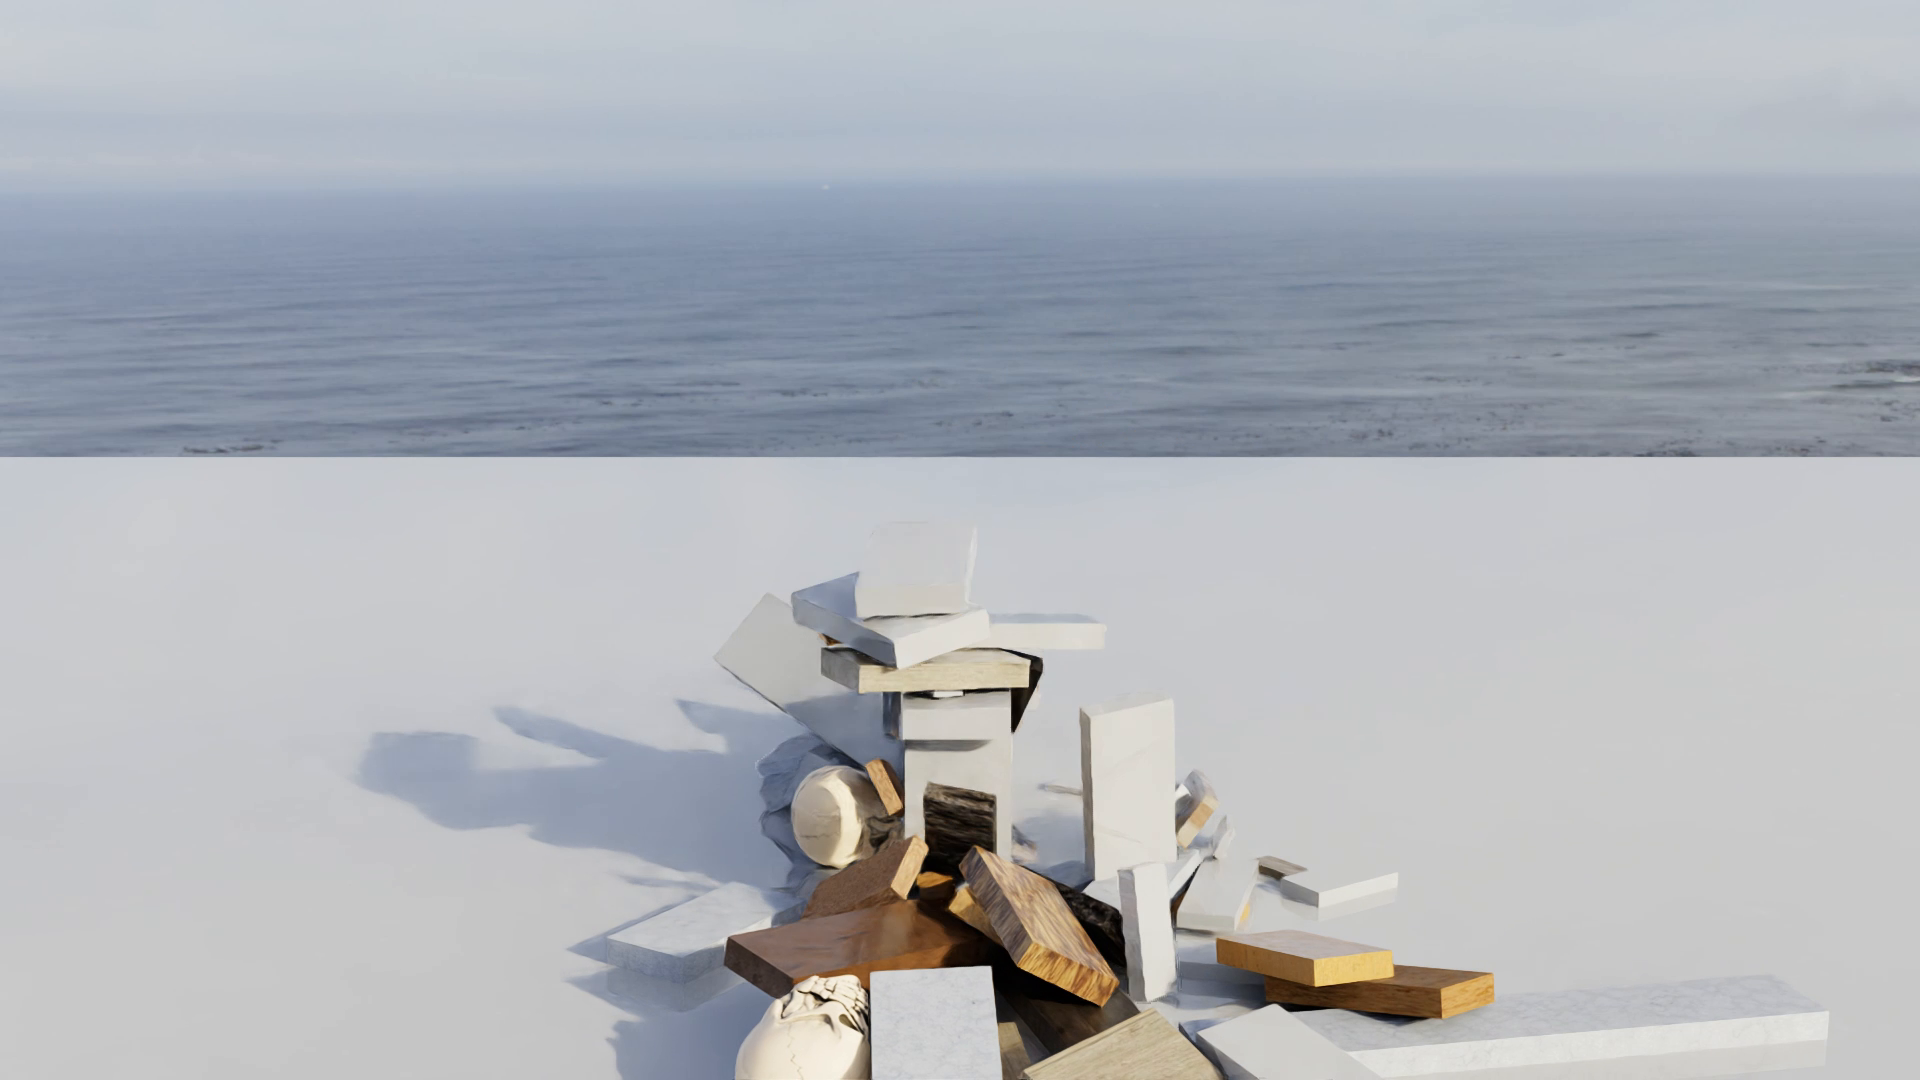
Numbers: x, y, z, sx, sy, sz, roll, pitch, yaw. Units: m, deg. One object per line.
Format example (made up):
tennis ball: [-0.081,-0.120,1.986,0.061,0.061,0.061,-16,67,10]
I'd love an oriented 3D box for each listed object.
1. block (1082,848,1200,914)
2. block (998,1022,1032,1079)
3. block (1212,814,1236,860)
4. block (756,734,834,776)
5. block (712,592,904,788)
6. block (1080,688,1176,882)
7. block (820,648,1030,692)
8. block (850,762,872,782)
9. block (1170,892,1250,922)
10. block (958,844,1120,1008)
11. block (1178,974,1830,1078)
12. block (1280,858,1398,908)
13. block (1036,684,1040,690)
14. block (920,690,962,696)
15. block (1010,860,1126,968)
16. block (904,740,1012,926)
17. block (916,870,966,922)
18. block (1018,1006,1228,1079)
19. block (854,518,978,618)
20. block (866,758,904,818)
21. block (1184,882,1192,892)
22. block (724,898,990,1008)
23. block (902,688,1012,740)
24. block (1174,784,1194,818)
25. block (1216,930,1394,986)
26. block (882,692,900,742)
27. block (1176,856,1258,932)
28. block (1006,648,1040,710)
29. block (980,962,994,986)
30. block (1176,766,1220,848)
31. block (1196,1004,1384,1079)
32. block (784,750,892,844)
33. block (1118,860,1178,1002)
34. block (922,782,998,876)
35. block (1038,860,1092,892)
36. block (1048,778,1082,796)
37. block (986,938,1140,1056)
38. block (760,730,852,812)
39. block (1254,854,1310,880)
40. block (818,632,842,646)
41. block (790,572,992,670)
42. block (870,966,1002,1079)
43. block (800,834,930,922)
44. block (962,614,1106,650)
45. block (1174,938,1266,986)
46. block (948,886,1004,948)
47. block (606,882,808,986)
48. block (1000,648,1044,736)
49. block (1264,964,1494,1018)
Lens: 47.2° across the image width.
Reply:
block: [0.289,0.568,3.595,0.131,0.037,0.262,-1,14,25]
block: [0.017,0.717,2.863,0.161,0.046,0.321,-1,11,-7]
block: [0.455,0.511,3.808,0.014,0.050,0.272,30,2,6]
block: [-0.302,0.404,4.161,0.093,0.026,0.186,-35,10,-33]
block: [-0.232,0.283,4.088,0.549,0.168,0.048,30,-14,39]
block: [0.274,0.399,3.575,0.147,0.300,0.042,-11,23,-18]
block: [-0.055,0.200,3.450,0.293,0.042,0.147,0,8,-27]
block: [-0.166,0.383,4.243,0.046,0.161,0.321,24,17,-3]
block: [0.394,0.598,3.572,0.134,0.019,0.067,6,12,29]
block: [0.110,0.554,3.182,0.152,0.043,0.304,29,8,-23]
block: [0.759,0.682,3.061,0.903,0.041,0.144,-2,11,-11]
block: [0.636,0.574,3.686,0.182,0.026,0.091,-7,13,-34]
block: [0.052,0.278,4.432,0.130,0.037,0.267,-3,12,-18]
block: [-0.041,0.229,3.455,0.050,0.014,0.100,1,8,-28]
block: [0.179,0.581,3.382,0.037,0.131,0.262,-50,32,-18]
block: [-0.003,0.455,3.469,0.167,0.334,0.047,-1,15,-2]
block: [-0.029,0.570,3.449,0.054,0.109,0.015,-17,-3,-1]
block: [0.206,0.693,2.793,0.139,0.039,0.277,41,31,28]
block: [-0.066,0.041,3.526,0.168,0.048,0.337,-3,17,4]
block: [-0.120,0.428,3.783,0.026,0.093,0.186,-28,-10,0]
block: [0.365,0.579,3.676,0.134,0.019,0.067,4,11,20]
block: [-0.143,0.582,3.120,0.359,0.043,0.152,-3,17,-42]
block: [-0.004,0.253,3.514,0.167,0.047,0.334,0,10,0]
block: [0.312,0.480,3.817,0.114,0.032,0.229,-46,8,-19]
block: [0.495,0.603,3.181,0.131,0.037,0.262,-2,-2,-24]
block: [-0.110,0.271,3.546,0.014,0.100,0.050,-4,-23,14]
block: [0.422,0.574,3.580,0.091,0.026,0.280,3,11,15]
block: [0.075,0.267,4.309,0.107,0.030,0.284,0,17,-10]
block: [-0.033,0.644,3.074,0.161,0.046,0.321,-1,-1,0]
block: [0.397,0.459,3.786,0.027,0.095,0.254,36,4,-1]
block: [0.445,0.698,2.836,0.139,0.039,0.277,-11,24,-32]
block: [-0.210,0.460,3.935,0.186,0.093,0.026,25,-5,12]
block: [0.274,0.570,3.211,0.027,0.190,0.095,-7,-3,34]
block: [0.002,0.446,3.352,0.106,0.211,0.030,10,53,9]
block: [0.157,0.577,3.663,0.095,0.027,0.190,10,15,44]
block: [0.225,0.478,4.235,0.101,0.014,0.050,6,12,27]
block: [0.156,0.660,3.137,0.139,0.039,0.520,-2,12,-18]
block: [-0.288,0.426,4.248,0.161,0.046,0.321,-25,9,6]
block: [0.548,0.564,3.768,0.050,0.014,0.101,-8,13,-37]
block: [-0.174,0.144,3.540,0.100,0.014,0.050,-13,23,-18]
block: [-0.114,0.118,3.483,0.168,0.048,0.337,-18,20,-28]
block: [-0.031,0.658,2.779,0.161,0.046,0.321,-3,26,-2]
block: [-0.153,0.540,3.386,0.229,0.032,0.114,-31,20,37]
block: [0.077,0.149,3.599,0.293,0.042,0.147,1,4,-13]
block: [0.411,0.640,3.329,0.182,0.026,0.091,3,11,14]
block: [0.058,0.550,3.279,0.106,0.030,0.212,34,8,11]
block: [-0.391,0.611,3.437,0.152,0.043,0.304,7,13,33]
block: [0.054,0.275,3.783,0.114,0.229,0.032,14,43,-8]
block: [0.594,0.635,3.126,0.287,0.041,0.144,-4,-3,42]
